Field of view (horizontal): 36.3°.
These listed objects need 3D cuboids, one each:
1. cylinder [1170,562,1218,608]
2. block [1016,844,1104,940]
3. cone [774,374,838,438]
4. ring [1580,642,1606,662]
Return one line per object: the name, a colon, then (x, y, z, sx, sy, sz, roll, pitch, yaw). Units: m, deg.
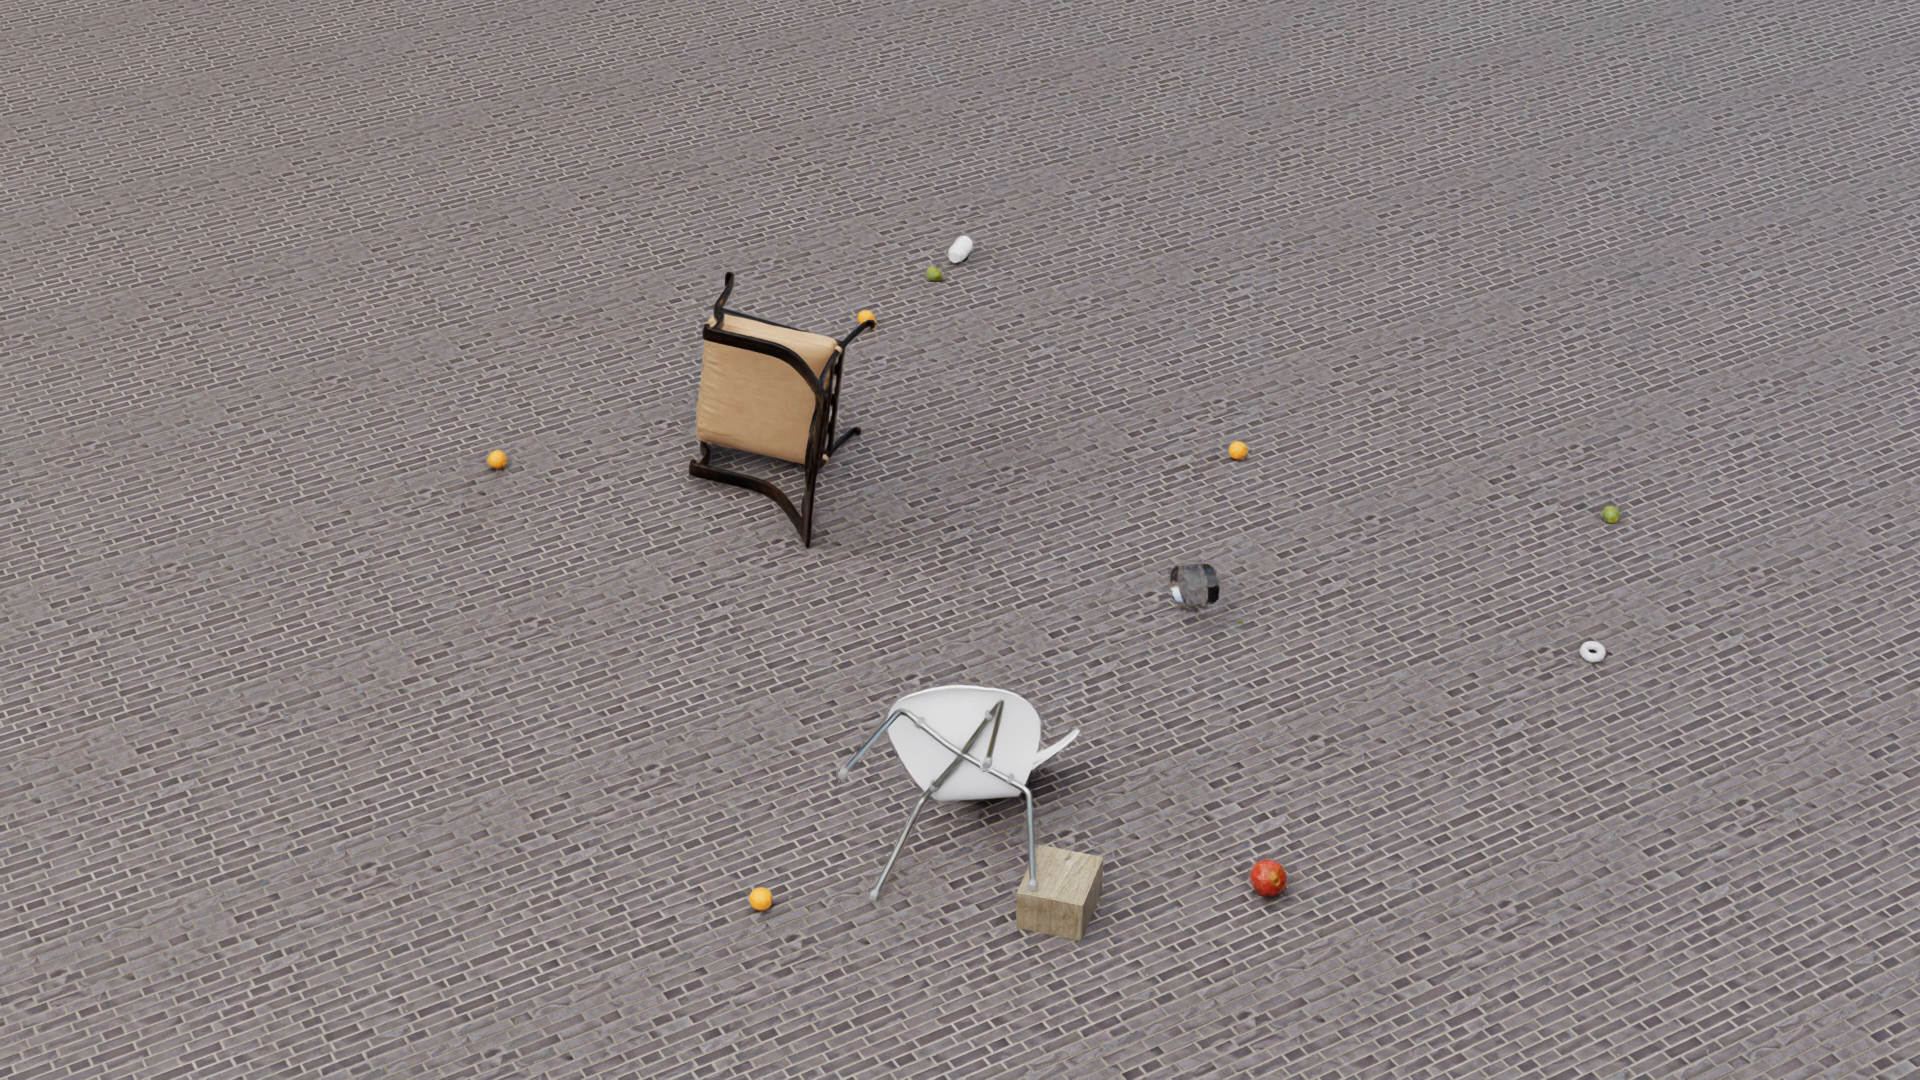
cylinder: (0.843, 0.162, 10.546, 0.112, 0.149, 0.224, -8, 6, -12)
block: (0.312, 1.099, 9.147, 0.210, 0.142, 0.244, 10, 35, 14)
cone: (-0.615, -0.576, 11.635, 0.257, 0.202, 0.325, -2, 33, -2)
ring: (2.228, 0.394, 10.321, 0.089, 0.029, 0.116, 4, 33, 8)
